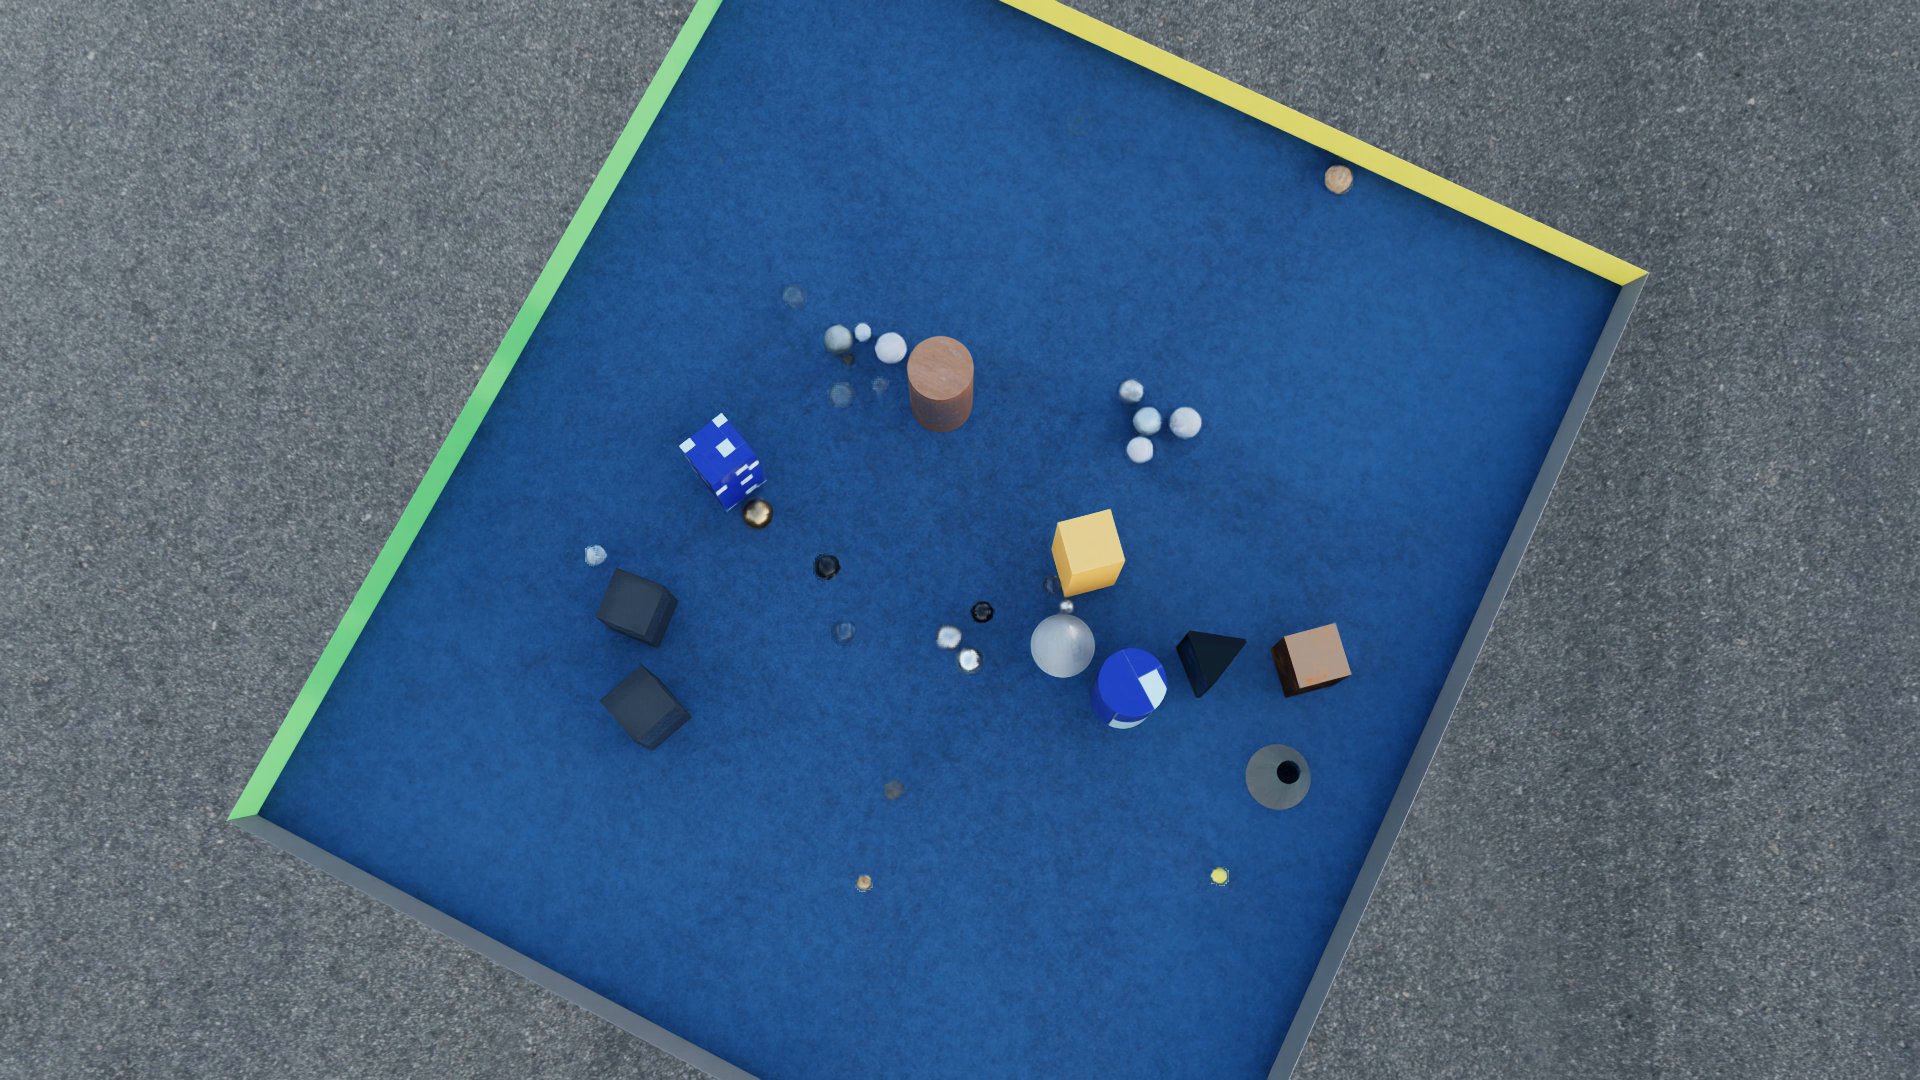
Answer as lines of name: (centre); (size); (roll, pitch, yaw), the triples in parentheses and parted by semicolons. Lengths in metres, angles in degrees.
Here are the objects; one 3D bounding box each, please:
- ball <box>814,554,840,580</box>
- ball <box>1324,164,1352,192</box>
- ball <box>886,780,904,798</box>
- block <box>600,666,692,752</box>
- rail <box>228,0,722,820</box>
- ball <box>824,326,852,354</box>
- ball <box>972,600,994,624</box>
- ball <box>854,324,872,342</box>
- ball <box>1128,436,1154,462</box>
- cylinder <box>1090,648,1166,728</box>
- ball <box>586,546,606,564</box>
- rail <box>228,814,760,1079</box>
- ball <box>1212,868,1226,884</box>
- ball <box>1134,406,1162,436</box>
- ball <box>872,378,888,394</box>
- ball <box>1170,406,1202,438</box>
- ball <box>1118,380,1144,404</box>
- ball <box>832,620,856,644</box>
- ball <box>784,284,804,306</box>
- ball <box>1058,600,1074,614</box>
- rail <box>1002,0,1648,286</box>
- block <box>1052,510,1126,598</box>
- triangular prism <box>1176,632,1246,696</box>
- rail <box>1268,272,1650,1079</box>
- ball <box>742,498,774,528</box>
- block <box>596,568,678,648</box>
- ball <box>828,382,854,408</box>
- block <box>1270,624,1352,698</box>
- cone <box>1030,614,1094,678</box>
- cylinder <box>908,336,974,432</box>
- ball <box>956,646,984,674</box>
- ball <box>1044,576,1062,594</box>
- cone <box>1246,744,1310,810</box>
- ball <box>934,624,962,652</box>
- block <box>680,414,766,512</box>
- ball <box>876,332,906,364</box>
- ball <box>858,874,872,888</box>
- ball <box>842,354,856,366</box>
ball: (-0.402, 0.082, 5.561); (0.076, 0.076, 0.076); (0, 78, 0)
ball: (1.198, -1.145, 5.809); (0.088, 0.088, 0.088); (0, 78, 0)
ball: (-0.193, 0.738, 5.436); (0.054, 0.054, 0.054); (0, 78, 0)
block: (-0.914, 0.494, 5.356); (0.156, 0.309, 0.156); (-41, 81, -8)
rail: (-1.347, -0.653, 5.686); (0.045, 0.127, 3.403); (26, 80, 5)
ball: (-0.380, -0.622, 5.699); (0.091, 0.091, 0.091); (0, 78, 0)
ball: (0.068, 0.219, 5.536); (0.069, 0.069, 0.069); (0, 78, 0)
ball: (-0.303, -0.647, 5.722); (0.055, 0.055, 0.055); (0, 78, 0)
ball: (0.555, -0.278, 5.632); (0.082, 0.082, 0.082); (0, 78, 0)
cylinder: (0.489, 0.437, 5.356); (0.195, 0.334, 0.195); (0, 78, 0)
ball: (-1.107, 0.047, 5.577); (0.059, 0.059, 0.059); (0, 78, 0)
rail: (-0.750, 1.476, 5.245); (3.060, 0.127, 0.045); (26, 80, 5)
ball: (0.762, 0.987, 5.390); (0.044, 0.044, 0.044); (0, 78, 0)
ball: (0.579, -0.366, 5.647); (0.089, 0.089, 0.089); (0, 78, 0)
ball: (-0.249, -0.478, 5.692); (0.046, 0.046, 0.046); (0, 78, 0)
ball: (0.693, -0.361, 5.641); (0.097, 0.097, 0.097); (0, 78, 0)
ball: (0.530, -0.458, 5.673); (0.075, 0.075, 0.075); (0, 78, 0)
ball: (-0.349, 0.278, 5.524); (0.069, 0.069, 0.069); (0, 78, 0)
ball: (-0.520, -0.765, 5.740); (0.068, 0.068, 0.068); (0, 78, 0)
ball: (0.321, 0.202, 5.552); (0.044, 0.044, 0.044); (0, 78, 0)
rail: (0.750, -1.463, 5.854); (3.060, 0.127, 0.045); (26, 80, 5)
block: (0.375, 0.044, 5.410); (0.156, 0.387, 0.156); (-14, 79, -3)
triangular prism: (0.712, 0.337, 5.397); (0.146, 0.293, 0.169); (38, 81, 7)
rail: (1.347, 0.666, 5.413); (0.045, 0.127, 3.403); (26, 80, 5)
ball: (-0.616, -0.082, 5.584); (0.096, 0.096, 0.096); (0, 78, 0)
block: (-0.958, 0.204, 5.445); (0.156, 0.253, 0.156); (21, 79, 4)
ball: (-0.366, -0.447, 5.669); (0.078, 0.078, 0.078); (0, 78, 0)
block: (1.035, 0.358, 5.420); (0.156, 0.240, 0.156); (-15, 79, -3)
cone: (0.311, 0.281, 5.361); (0.195, 0.387, 0.195); (0, 78, 0)
cylinder: (-0.057, -0.466, 5.528); (0.195, 0.363, 0.195); (0, 78, 0)
ball: (0.030, 0.361, 5.500); (0.082, 0.082, 0.082); (0, 78, 0)
ball: (0.281, 0.136, 5.559); (0.057, 0.057, 0.057); (0, 78, 0)
cone: (0.950, 0.677, 5.323); (0.195, 0.301, 0.195); (0, 78, 0)
ball: (-0.036, 0.295, 5.514); (0.081, 0.081, 0.081); (0, 78, 0)
block: (-0.706, -0.229, 5.491); (0.156, 0.339, 0.156); (-39, 81, -7)
ball: (-0.214, -0.595, 5.690); (0.097, 0.097, 0.097); (0, 78, 0)
ball: (-0.282, 1.005, 5.388); (0.041, 0.041, 0.041); (0, 78, 0)
ball: (-0.347, -0.561, 5.712); (0.040, 0.040, 0.040); (0, 78, 0)
